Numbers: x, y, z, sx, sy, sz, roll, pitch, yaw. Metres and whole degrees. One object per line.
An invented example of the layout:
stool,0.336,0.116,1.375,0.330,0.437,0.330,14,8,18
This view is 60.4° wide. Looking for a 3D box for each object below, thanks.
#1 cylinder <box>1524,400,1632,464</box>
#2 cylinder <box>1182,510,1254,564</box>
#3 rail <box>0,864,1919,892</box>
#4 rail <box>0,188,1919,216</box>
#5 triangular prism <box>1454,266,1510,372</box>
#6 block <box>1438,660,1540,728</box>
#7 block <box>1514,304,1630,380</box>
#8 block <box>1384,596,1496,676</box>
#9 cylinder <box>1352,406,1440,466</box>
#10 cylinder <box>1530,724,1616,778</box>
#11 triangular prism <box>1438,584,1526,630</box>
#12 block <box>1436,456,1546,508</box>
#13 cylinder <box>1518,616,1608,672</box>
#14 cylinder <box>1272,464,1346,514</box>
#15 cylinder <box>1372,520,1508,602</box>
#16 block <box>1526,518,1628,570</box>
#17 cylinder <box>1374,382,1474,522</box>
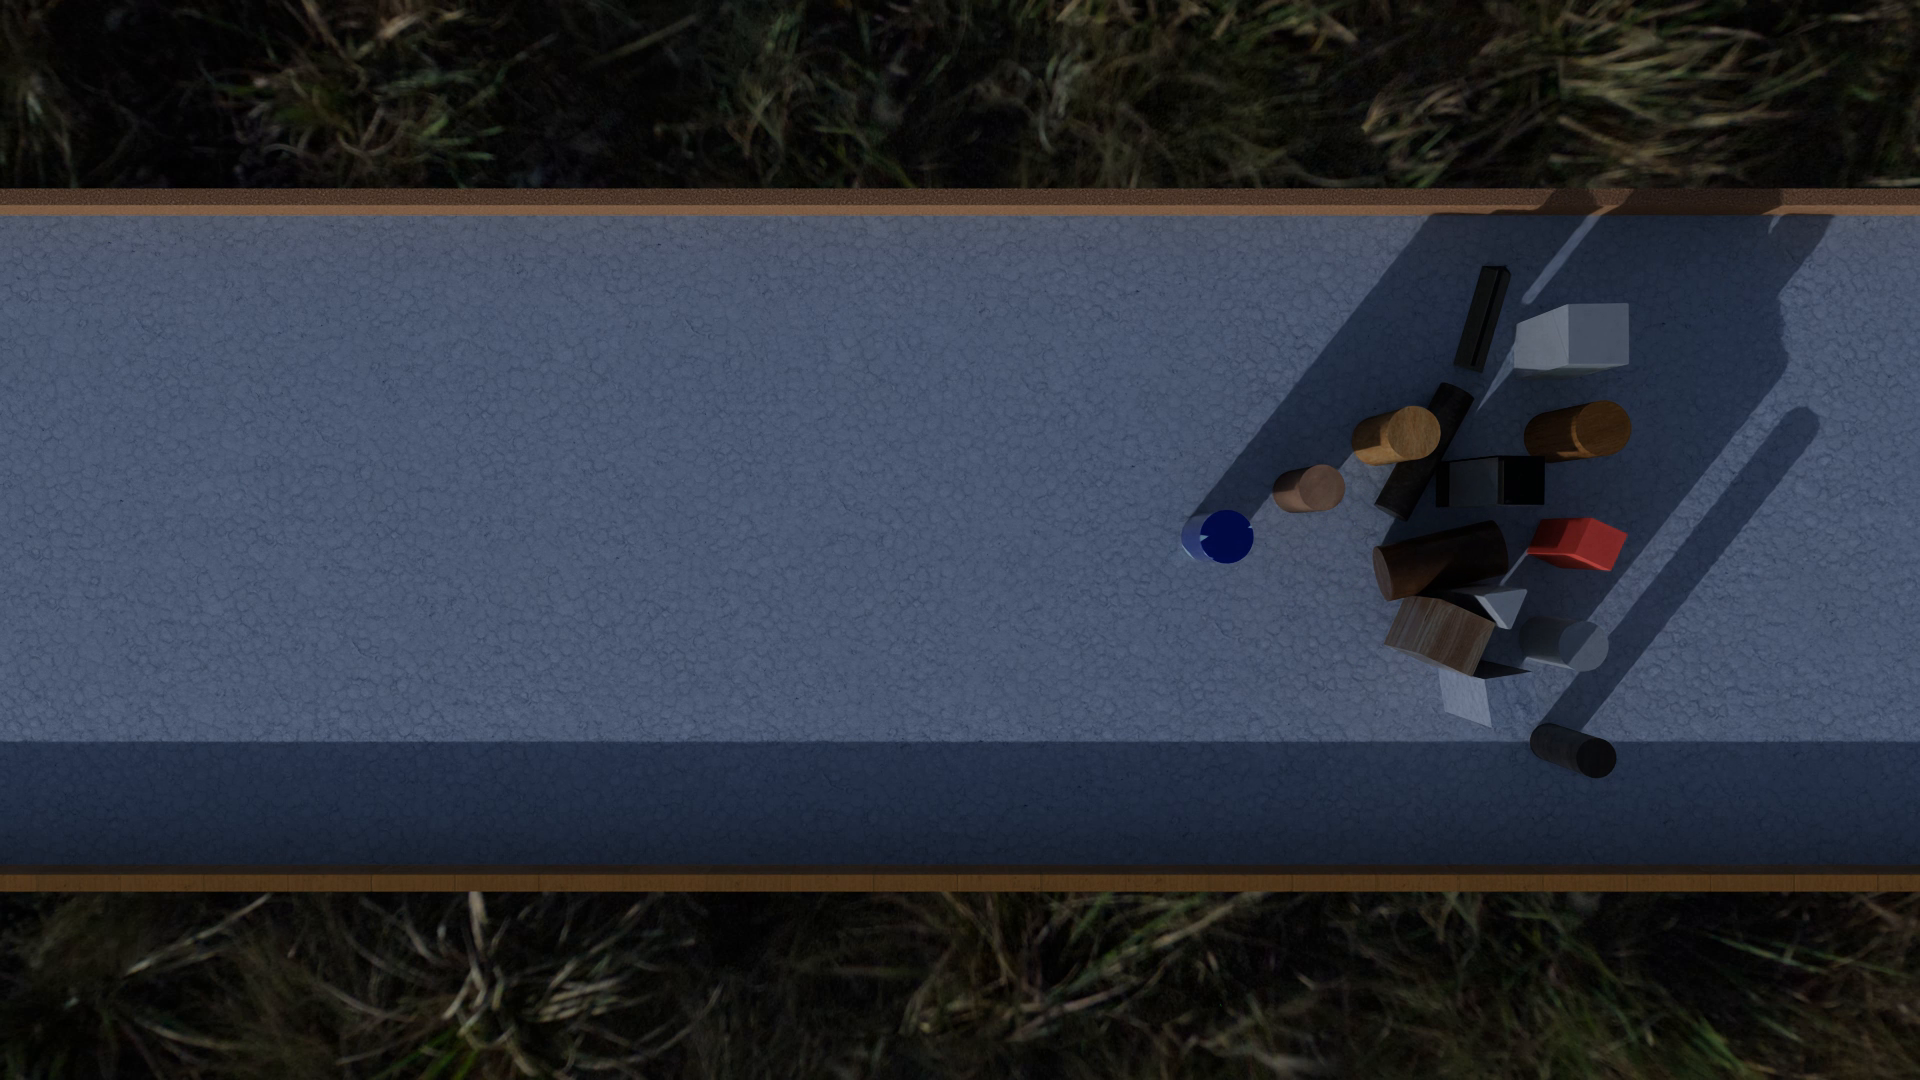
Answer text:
cylinder,1.814,-0.315,4.862,0.157,0.429,0.157,0,90,0
cylinder,0.756,-0.009,4.875,0.152,0.403,0.152,0,90,0
rail,-2.247,1.025,5.001,12.000,0.150,0.050,0,90,0
rail,-2.247,-1.025,5.002,12.000,0.150,0.050,0,90,0
triangular prism,1.606,-0.678,5.035,0.092,0.079,0.315,17,90,0
block,1.550,0.448,4.852,0.138,0.448,0.138,-9,90,0
block,1.791,-0.578,4.851,0.170,0.451,0.170,-1,90,0
block,1.414,0.279,4.883,0.168,0.387,0.168,24,90,0
cylinder,1.281,-0.304,4.867,0.152,0.419,0.152,0,90,0
cylinder,1.811,0.621,4.885,0.115,0.383,0.115,0,90,0
triangular prism,1.545,0.168,4.847,0.104,0.458,0.120,-37,91,0
block,1.553,-0.169,4.851,0.138,0.439,0.138,1,90,-6
cylinder,1.791,0.305,4.907,0.145,0.338,0.145,0,90,0
cylinder,1.028,-0.148,4.879,0.132,0.394,0.132,0,90,0
cylinder,1.452,0.063,4.991,0.358,0.170,0.170,-13,90,0
block,1.818,0.011,4.877,0.114,0.400,0.114,24,90,0
cylinder,1.413,-0.267,5.021,0.111,0.111,0.422,29,90,0
